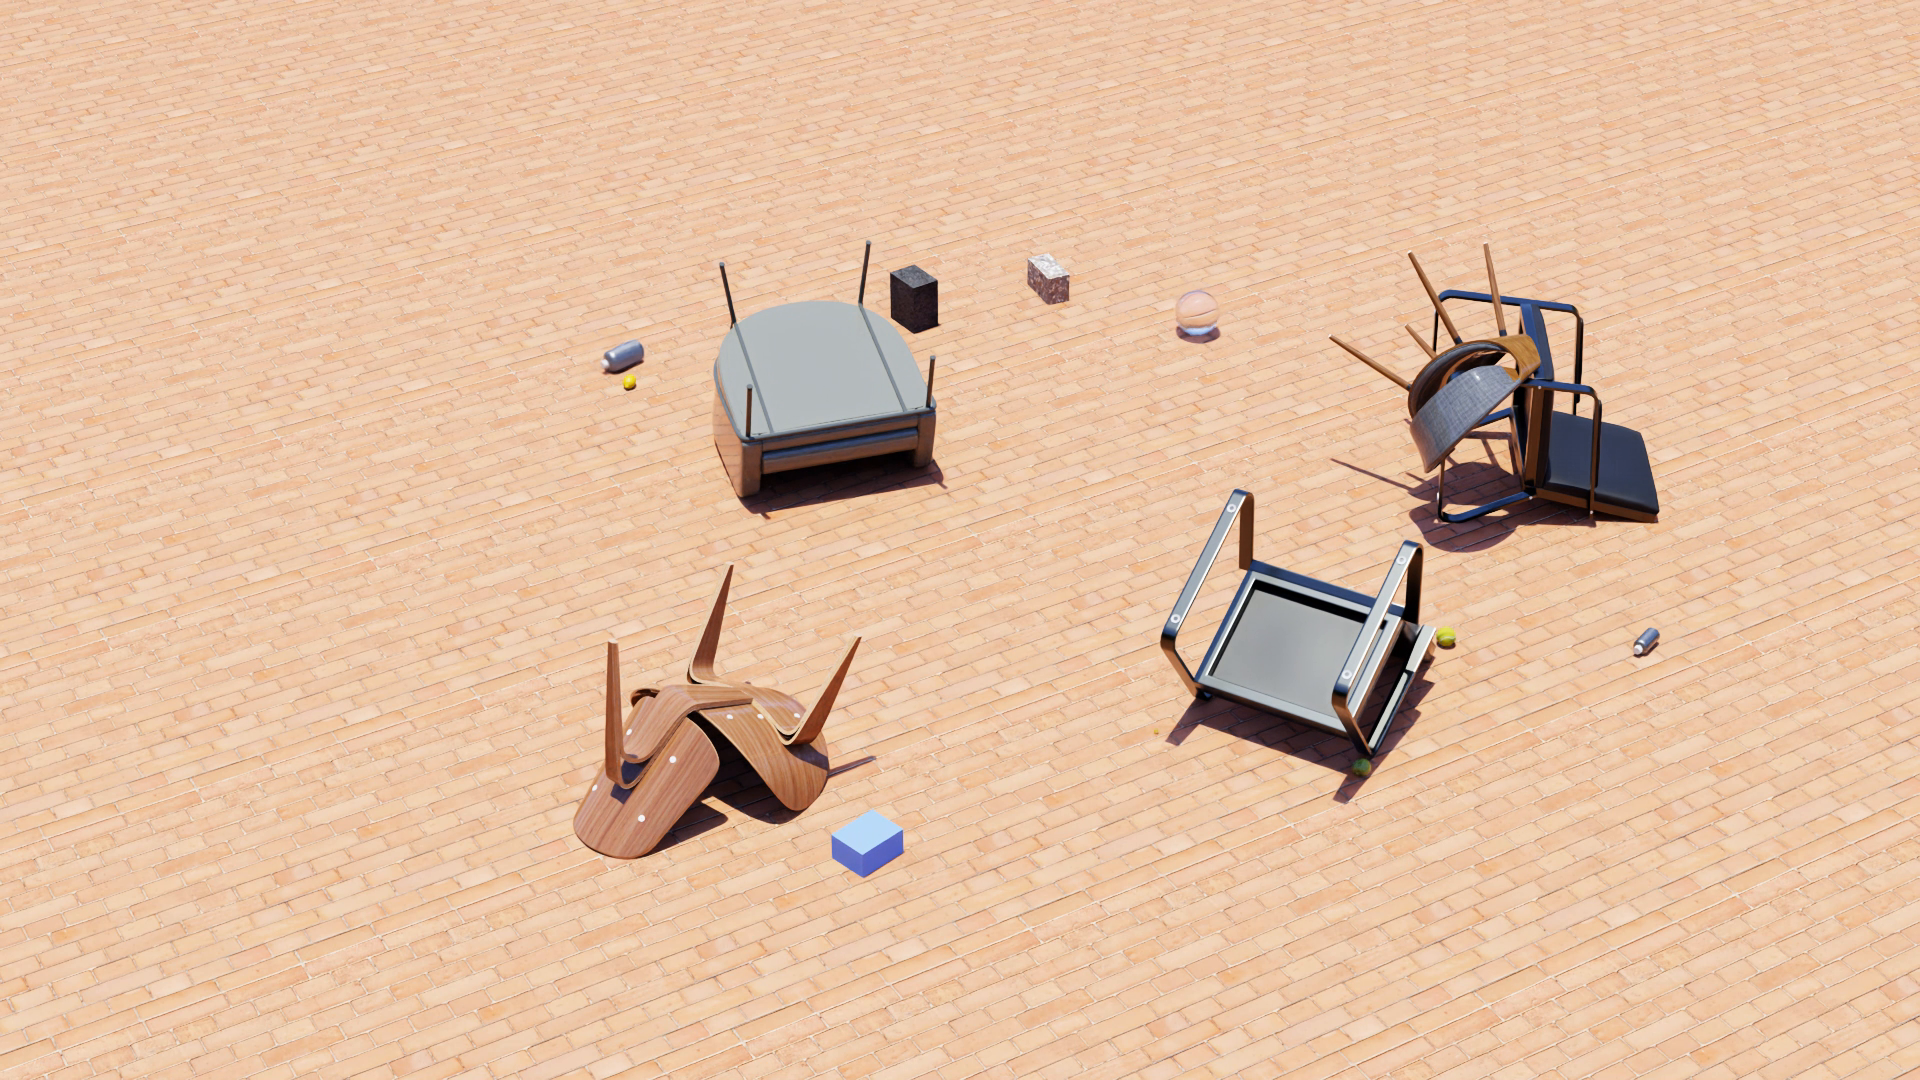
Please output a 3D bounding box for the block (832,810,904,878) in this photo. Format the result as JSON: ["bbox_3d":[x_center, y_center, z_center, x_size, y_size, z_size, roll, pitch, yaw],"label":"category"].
[{"bbox_3d":[-0.296,0.971,9.383,0.143,0.096,0.181,28,43,36],"label":"block"}]

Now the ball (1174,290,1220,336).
[{"bbox_3d":[0.988,-0.946,12.209,0.188,0.188,0.188,0,33,0],"label":"ball"}]

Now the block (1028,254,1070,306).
[{"bbox_3d":[0.377,-1.113,12.518,0.099,0.127,0.209,-14,36,-20],"label":"block"}]

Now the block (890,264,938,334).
[{"bbox_3d":[-0.192,-1.009,12.279,0.125,0.217,0.172,-21,39,-29],"label":"block"}]
